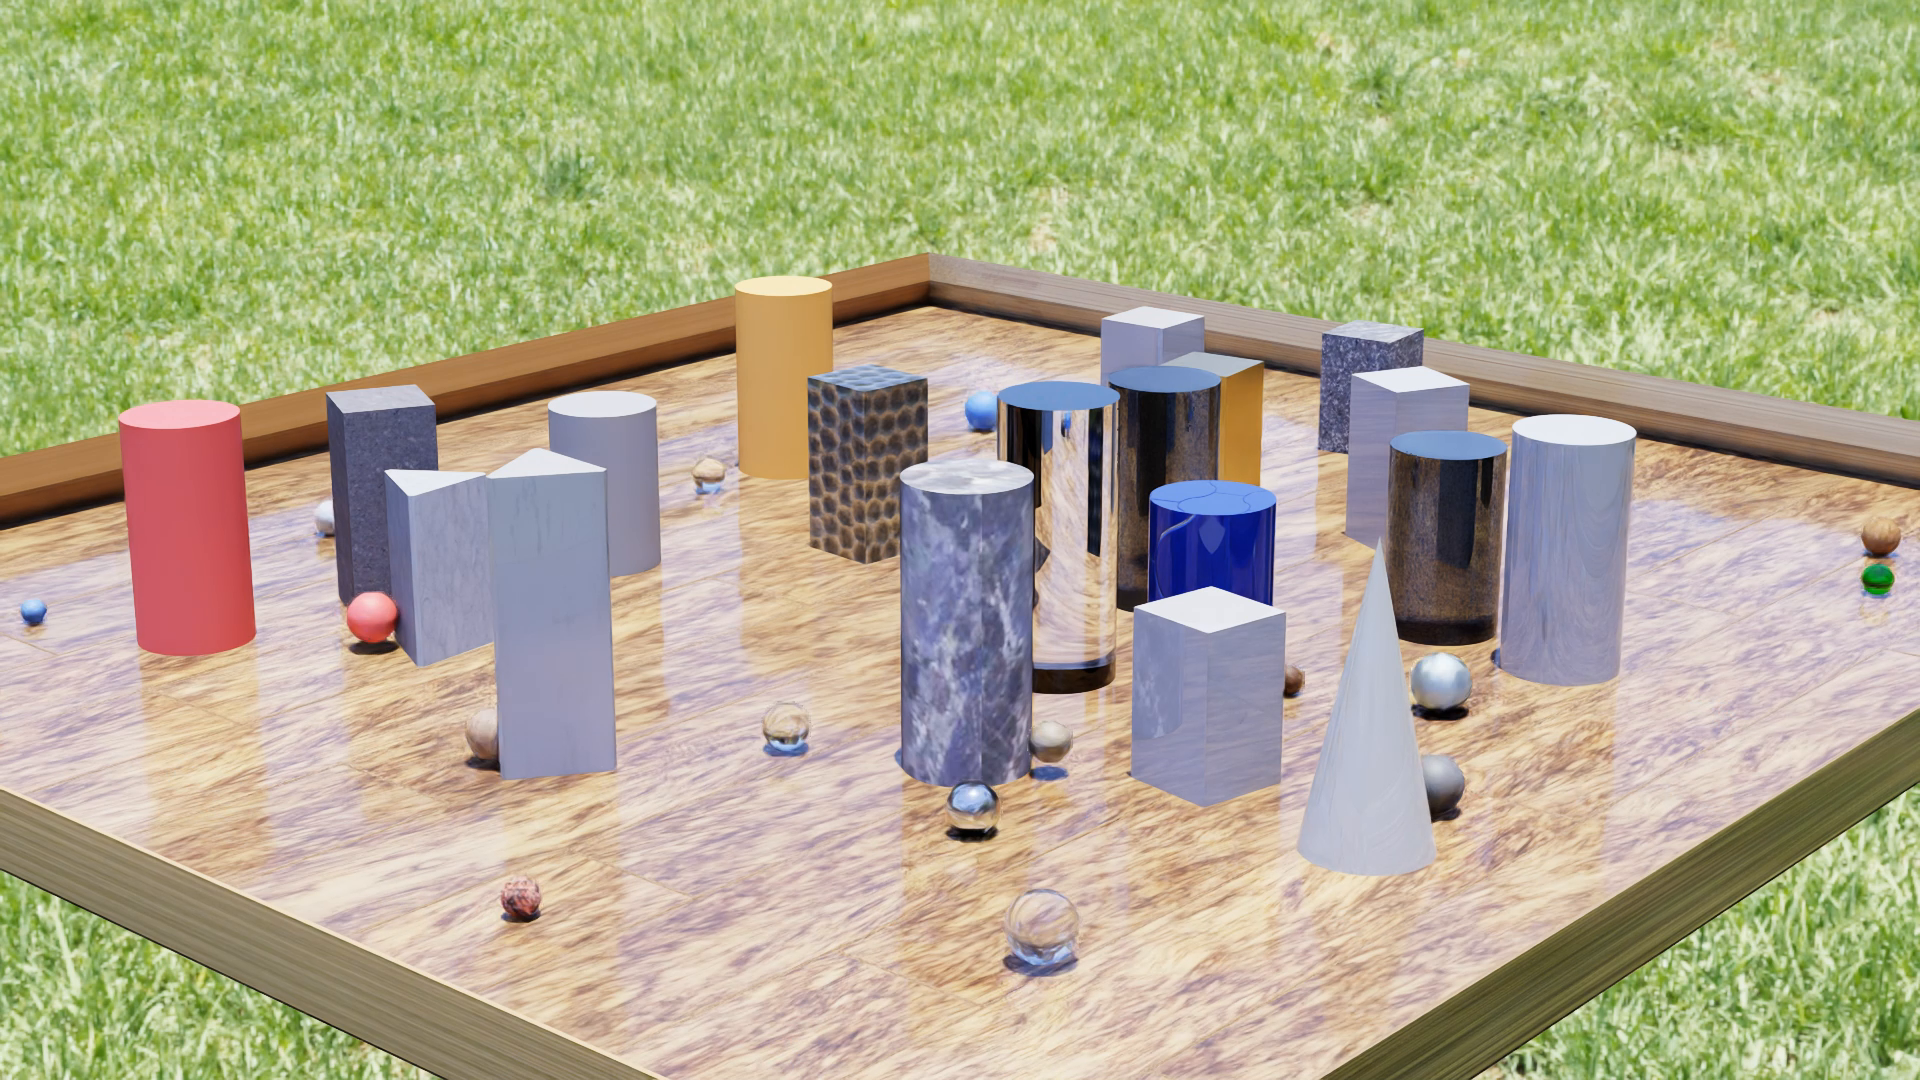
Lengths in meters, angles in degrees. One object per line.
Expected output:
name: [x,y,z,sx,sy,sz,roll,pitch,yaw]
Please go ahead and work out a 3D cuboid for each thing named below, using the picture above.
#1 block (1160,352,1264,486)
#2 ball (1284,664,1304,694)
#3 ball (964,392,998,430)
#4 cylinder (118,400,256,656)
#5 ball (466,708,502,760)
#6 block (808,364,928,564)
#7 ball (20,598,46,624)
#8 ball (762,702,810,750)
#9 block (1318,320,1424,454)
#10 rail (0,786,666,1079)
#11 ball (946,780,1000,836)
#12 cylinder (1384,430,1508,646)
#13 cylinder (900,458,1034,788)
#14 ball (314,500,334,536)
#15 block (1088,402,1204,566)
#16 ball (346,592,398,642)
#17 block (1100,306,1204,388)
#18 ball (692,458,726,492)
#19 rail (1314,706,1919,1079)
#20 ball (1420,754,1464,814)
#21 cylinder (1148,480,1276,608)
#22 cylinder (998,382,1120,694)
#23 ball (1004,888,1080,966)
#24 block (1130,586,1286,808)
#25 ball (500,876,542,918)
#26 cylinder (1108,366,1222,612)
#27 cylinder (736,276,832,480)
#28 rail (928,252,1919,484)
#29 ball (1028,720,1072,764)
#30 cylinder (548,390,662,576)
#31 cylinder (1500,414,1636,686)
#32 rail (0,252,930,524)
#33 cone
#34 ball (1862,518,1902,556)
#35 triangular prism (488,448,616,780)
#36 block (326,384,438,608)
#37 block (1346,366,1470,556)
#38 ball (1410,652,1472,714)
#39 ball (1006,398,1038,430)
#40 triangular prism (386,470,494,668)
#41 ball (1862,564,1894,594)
block: [0.482,-0.212,5.687,0.154,0.266,0.154,11,20,31]
ball: [0.519,0.221,4.631,0.047,0.047,0.047,0,17,0]
ball: [0.050,-0.274,6.211,0.082,0.082,0.082,0,17,0]
cylinder: [-1.276,-0.022,4.850,0.193,0.385,0.193,0,17,0]
ball: [-0.693,0.288,4.341,0.078,0.078,0.078,0,17,0]
block: [-0.167,-0.141,5.355,0.154,0.321,0.154,-15,23,-41]
ball: [-1.573,0.120,4.975,0.041,0.041,0.041,0,17,0]
ball: [-0.261,0.280,4.393,0.072,0.072,0.072,0,17,0]
block: [0.848,-0.311,6.048,0.154,0.247,0.154,11,20,33]
rail: [-1.149,0.414,3.853,3.297,0.125,0.045,14,22,39]
ball: [0.018,0.372,4.079,0.076,0.076,0.076,0,17,0]
cylinder: [0.810,-0.005,4.907,0.193,0.320,0.193,0,17,0]
cylinder: [0.010,0.120,4.280,0.193,0.443,0.193,0,17,0]
ball: [-1.172,-0.041,5.471,0.064,0.064,0.064,0,17,0]
block: [0.337,-0.105,5.350,0.154,0.255,0.154,-7,18,-23]
ball: [-0.969,0.127,4.837,0.084,0.084,0.084,0,17,0]
block: [0.402,-0.340,6.128,0.154,0.256,0.154,13,21,36]
ball: [-0.492,-0.128,5.757,0.065,0.065,0.065,0,17,0]
rail: [1.227,0.339,4.101,0.045,0.125,3.552,14,22,39]
ball: [0.673,0.346,4.155,0.084,0.084,0.084,0,17,0]
cylinder: [0.384,0.102,4.505,0.193,0.348,0.193,0,17,0]
cylinder: [0.155,-0.005,4.661,0.193,0.462,0.193,0,17,0]
ball: [0.103,0.484,3.673,0.097,0.097,0.097,0,17,0]
block: [0.359,0.225,4.245,0.154,0.263,0.154,-13,21,-37]
ball: [-0.571,0.464,3.815,0.053,0.053,0.053,0,17,0]
cylinder: [0.348,-0.087,5.053,0.193,0.393,0.193,0,17,0]
cylinder: [-0.351,-0.327,5.881,0.193,0.373,0.193,0,17,0]
rail: [1.149,-0.351,6.387,3.297,0.125,0.045,14,22,39]
ball: [0.132,0.295,4.290,0.063,0.063,0.063,0,17,0]
cylinder: [-0.638,-0.102,5.274,0.193,0.294,0.193,0,17,0]
cylinder: [0.974,0.015,4.708,0.193,0.397,0.193,0,17,0]
rail: [-1.227,-0.276,6.140,0.045,0.125,3.552,14,22,39]
cone: [0.560,0.209,3.973,0.193,0.450,0.193,0,17,0]
ball: [1.680,-0.007,5.348,0.070,0.070,0.070,0,17,0]
triangular prism: [-0.605,0.105,4.304,0.167,0.459,0.145,-4,17,-13]
block: [-0.983,-0.065,5.024,0.154,0.366,0.154,-7,18,-21]
block: [0.821,-0.145,5.392,0.154,0.309,0.154,-7,18,-23]
ball: [0.746,0.222,4.546,0.095,0.095,0.095,0,17,0]
ball: [0.132,-0.267,6.215,0.066,0.066,0.066,0,17,0]
triangular prism: [-0.885,0.036,4.823,0.145,0.290,0.167,12,21,35]
ball: [1.604,0.069,5.122,0.055,0.055,0.055,0,17,0]
